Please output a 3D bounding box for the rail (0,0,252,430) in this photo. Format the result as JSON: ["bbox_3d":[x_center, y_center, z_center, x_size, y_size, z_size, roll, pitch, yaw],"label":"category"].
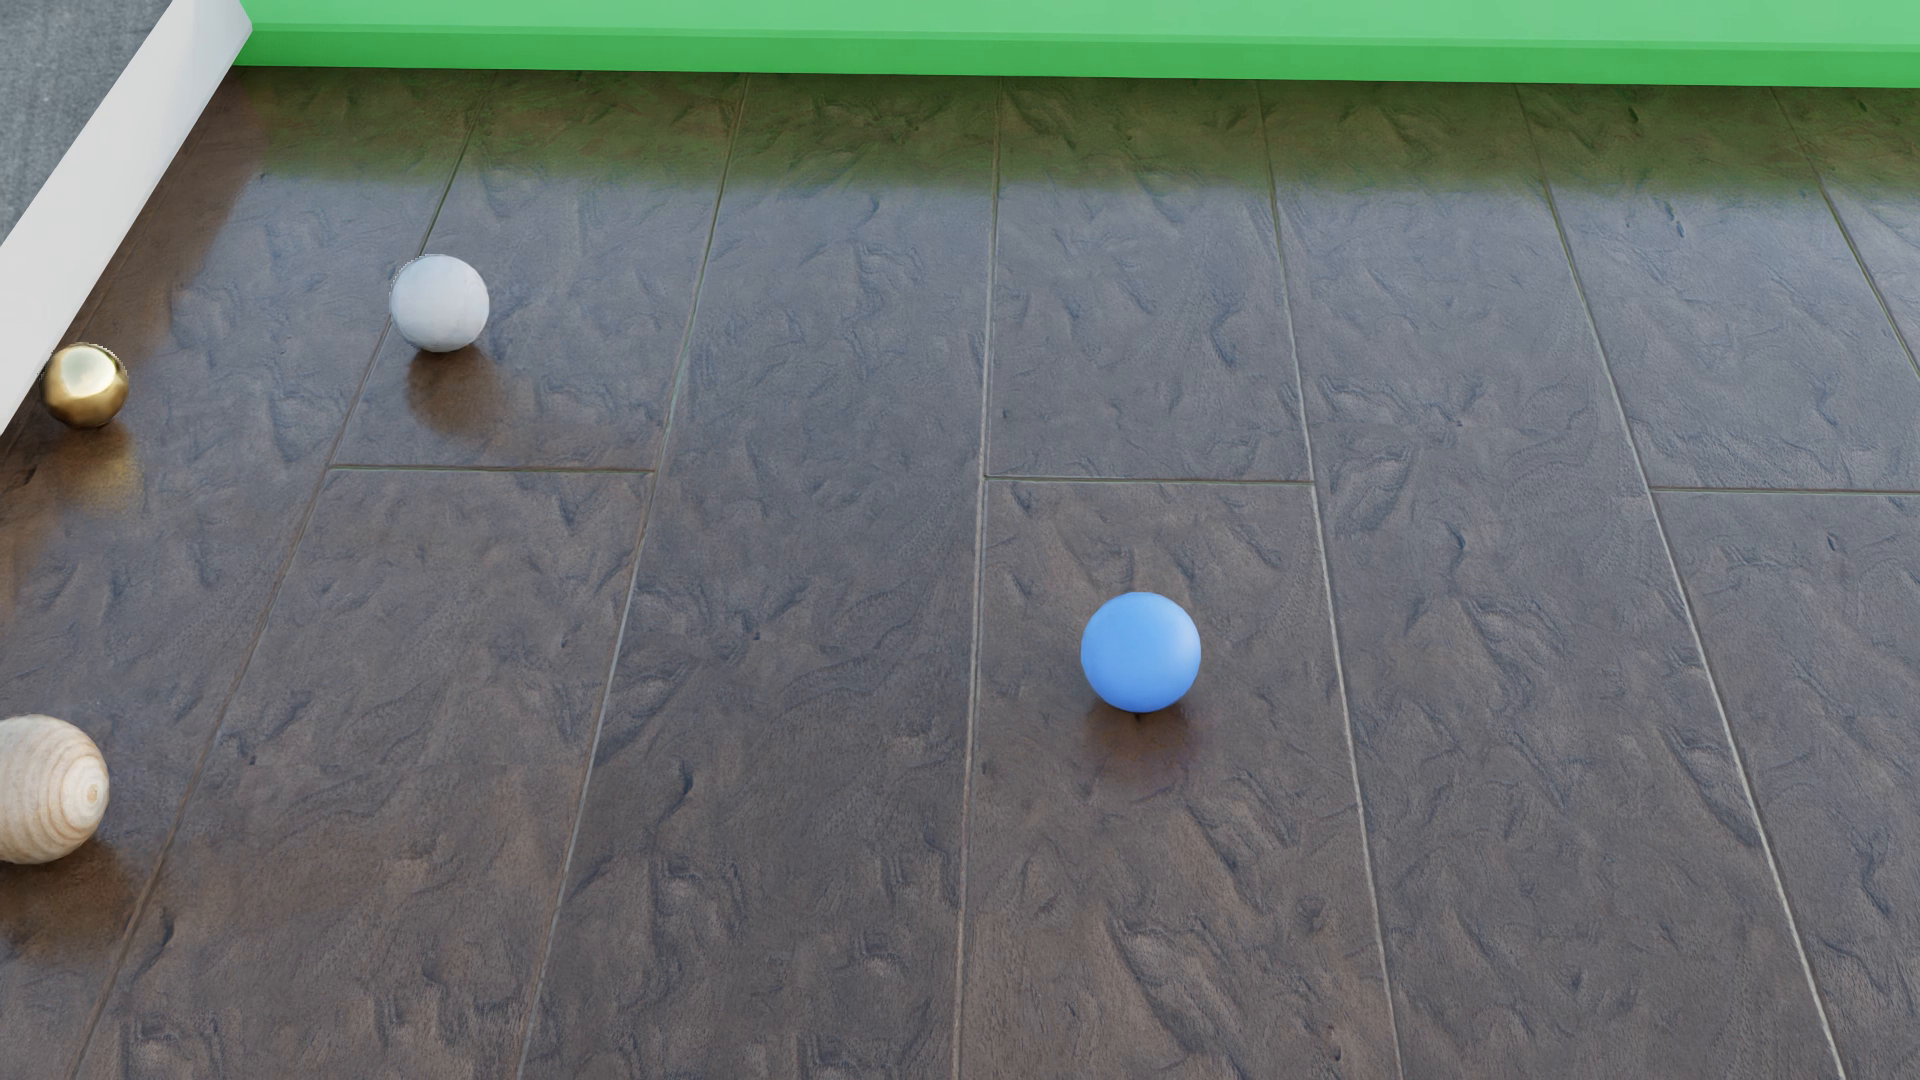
[{"bbox_3d":[-0.730,-0.029,1.811,0.045,0.120,1.716,1,35,1],"label":"rail"}]

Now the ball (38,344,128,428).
[{"bbox_3d":[-0.680,-0.119,1.989,0.065,0.065,0.065,0,35,0],"label":"ball"}]

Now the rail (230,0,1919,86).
[{"bbox_3d":[0.780,-0.482,2.455,3.018,0.120,0.045,1,35,1],"label":"rail"}]

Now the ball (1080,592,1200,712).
[{"bbox_3d":[0.120,0.074,1.701,0.080,0.080,0.080,0,35,0],"label":"ball"}]

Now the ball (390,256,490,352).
[{"bbox_3d":[-0.421,-0.191,2.080,0.078,0.078,0.078,0,35,0],"label":"ball"}]

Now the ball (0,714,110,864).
[{"bbox_3d":[-0.571,0.153,1.578,0.092,0.092,0.092,0,35,0],"label":"ball"}]
